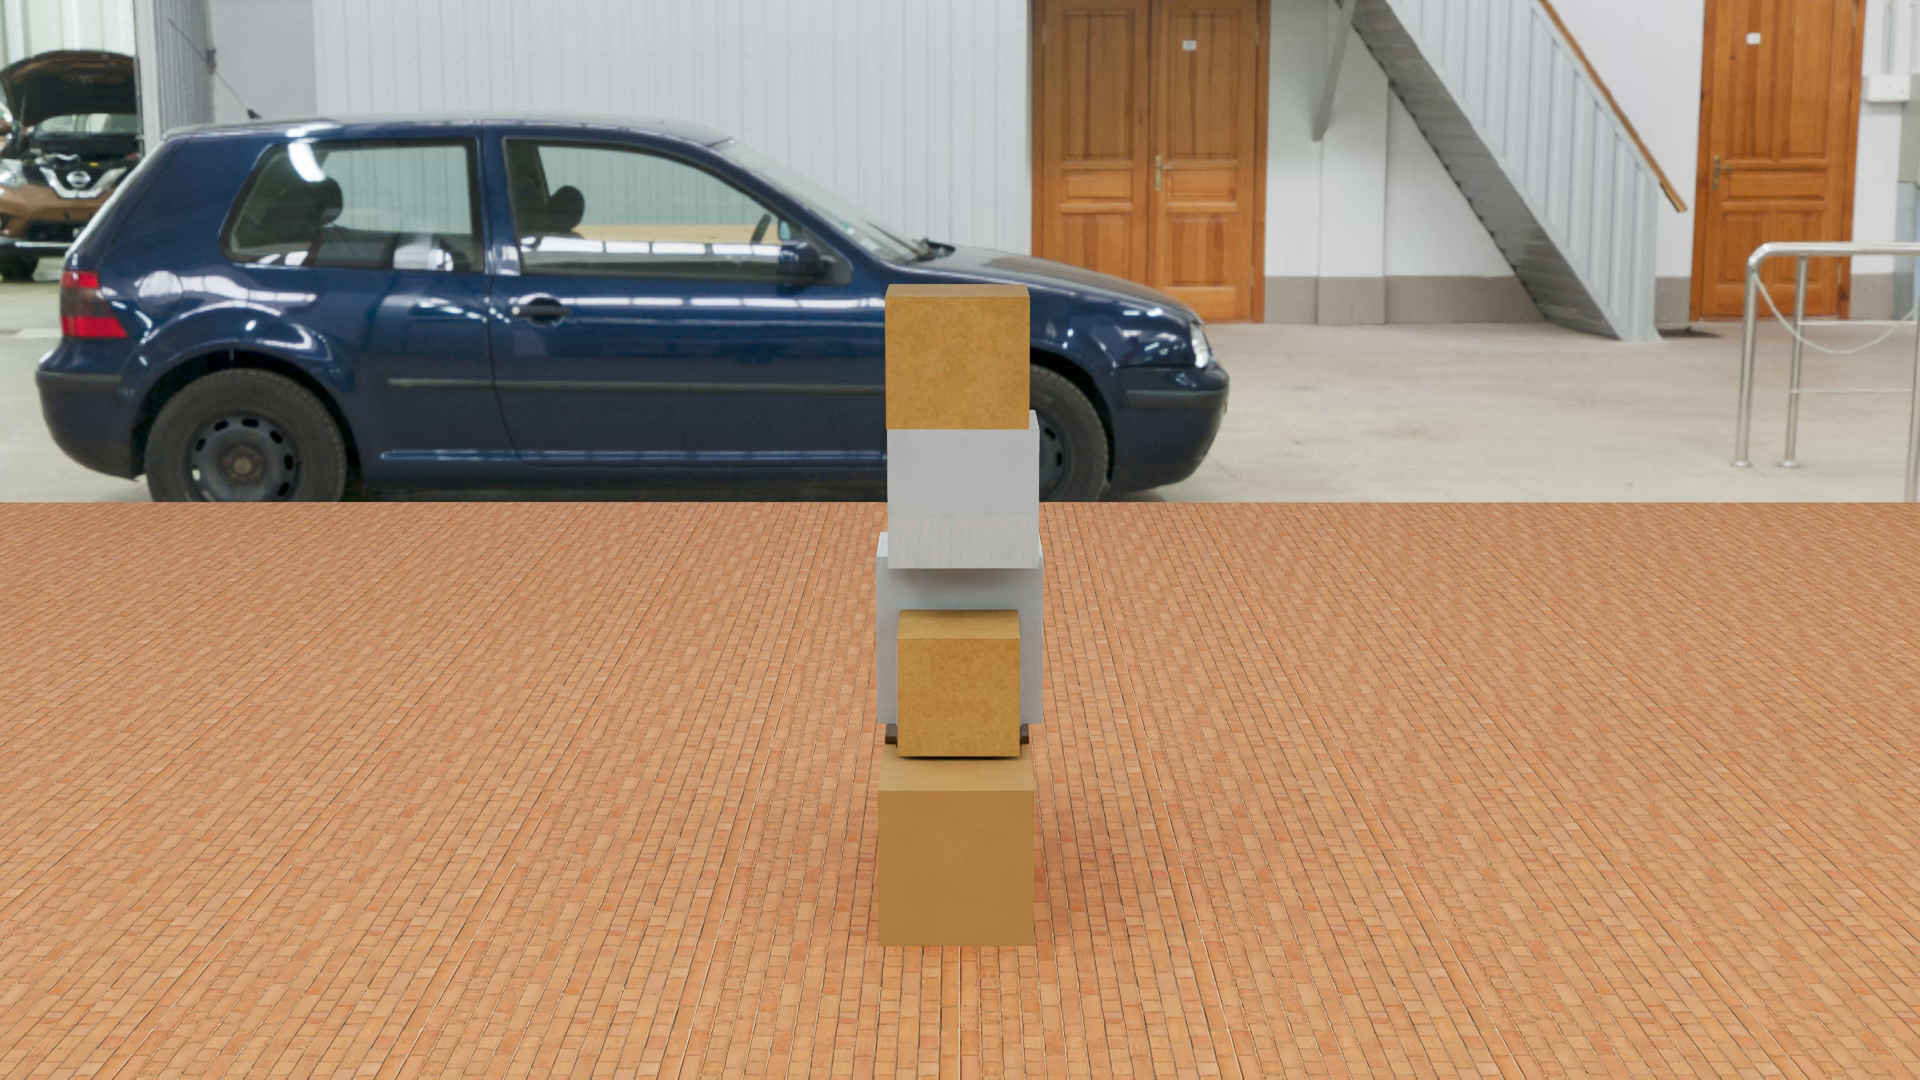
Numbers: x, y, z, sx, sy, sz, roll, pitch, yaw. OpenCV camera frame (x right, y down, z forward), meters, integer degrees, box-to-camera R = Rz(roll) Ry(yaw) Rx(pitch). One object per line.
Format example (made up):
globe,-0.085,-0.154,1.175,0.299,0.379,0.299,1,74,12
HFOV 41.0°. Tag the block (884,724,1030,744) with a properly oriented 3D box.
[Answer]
block,-0.012,1.121,11.474,0.622,0.689,0.713,0,10,0

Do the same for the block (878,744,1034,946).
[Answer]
block,-0.016,1.268,10.759,0.632,0.656,0.727,0,10,0

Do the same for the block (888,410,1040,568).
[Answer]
block,0.014,-0.229,11.139,0.639,0.594,0.634,0,10,0

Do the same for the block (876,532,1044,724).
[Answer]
block,-0.001,0.385,11.510,0.727,0.746,0.609,0,10,0

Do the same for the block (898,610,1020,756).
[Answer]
block,-0.006,0.605,10.966,0.511,0.512,0.501,0,12,0

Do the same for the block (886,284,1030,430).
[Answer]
block,-0.011,-0.795,11.036,0.602,0.558,0.635,0,10,0
